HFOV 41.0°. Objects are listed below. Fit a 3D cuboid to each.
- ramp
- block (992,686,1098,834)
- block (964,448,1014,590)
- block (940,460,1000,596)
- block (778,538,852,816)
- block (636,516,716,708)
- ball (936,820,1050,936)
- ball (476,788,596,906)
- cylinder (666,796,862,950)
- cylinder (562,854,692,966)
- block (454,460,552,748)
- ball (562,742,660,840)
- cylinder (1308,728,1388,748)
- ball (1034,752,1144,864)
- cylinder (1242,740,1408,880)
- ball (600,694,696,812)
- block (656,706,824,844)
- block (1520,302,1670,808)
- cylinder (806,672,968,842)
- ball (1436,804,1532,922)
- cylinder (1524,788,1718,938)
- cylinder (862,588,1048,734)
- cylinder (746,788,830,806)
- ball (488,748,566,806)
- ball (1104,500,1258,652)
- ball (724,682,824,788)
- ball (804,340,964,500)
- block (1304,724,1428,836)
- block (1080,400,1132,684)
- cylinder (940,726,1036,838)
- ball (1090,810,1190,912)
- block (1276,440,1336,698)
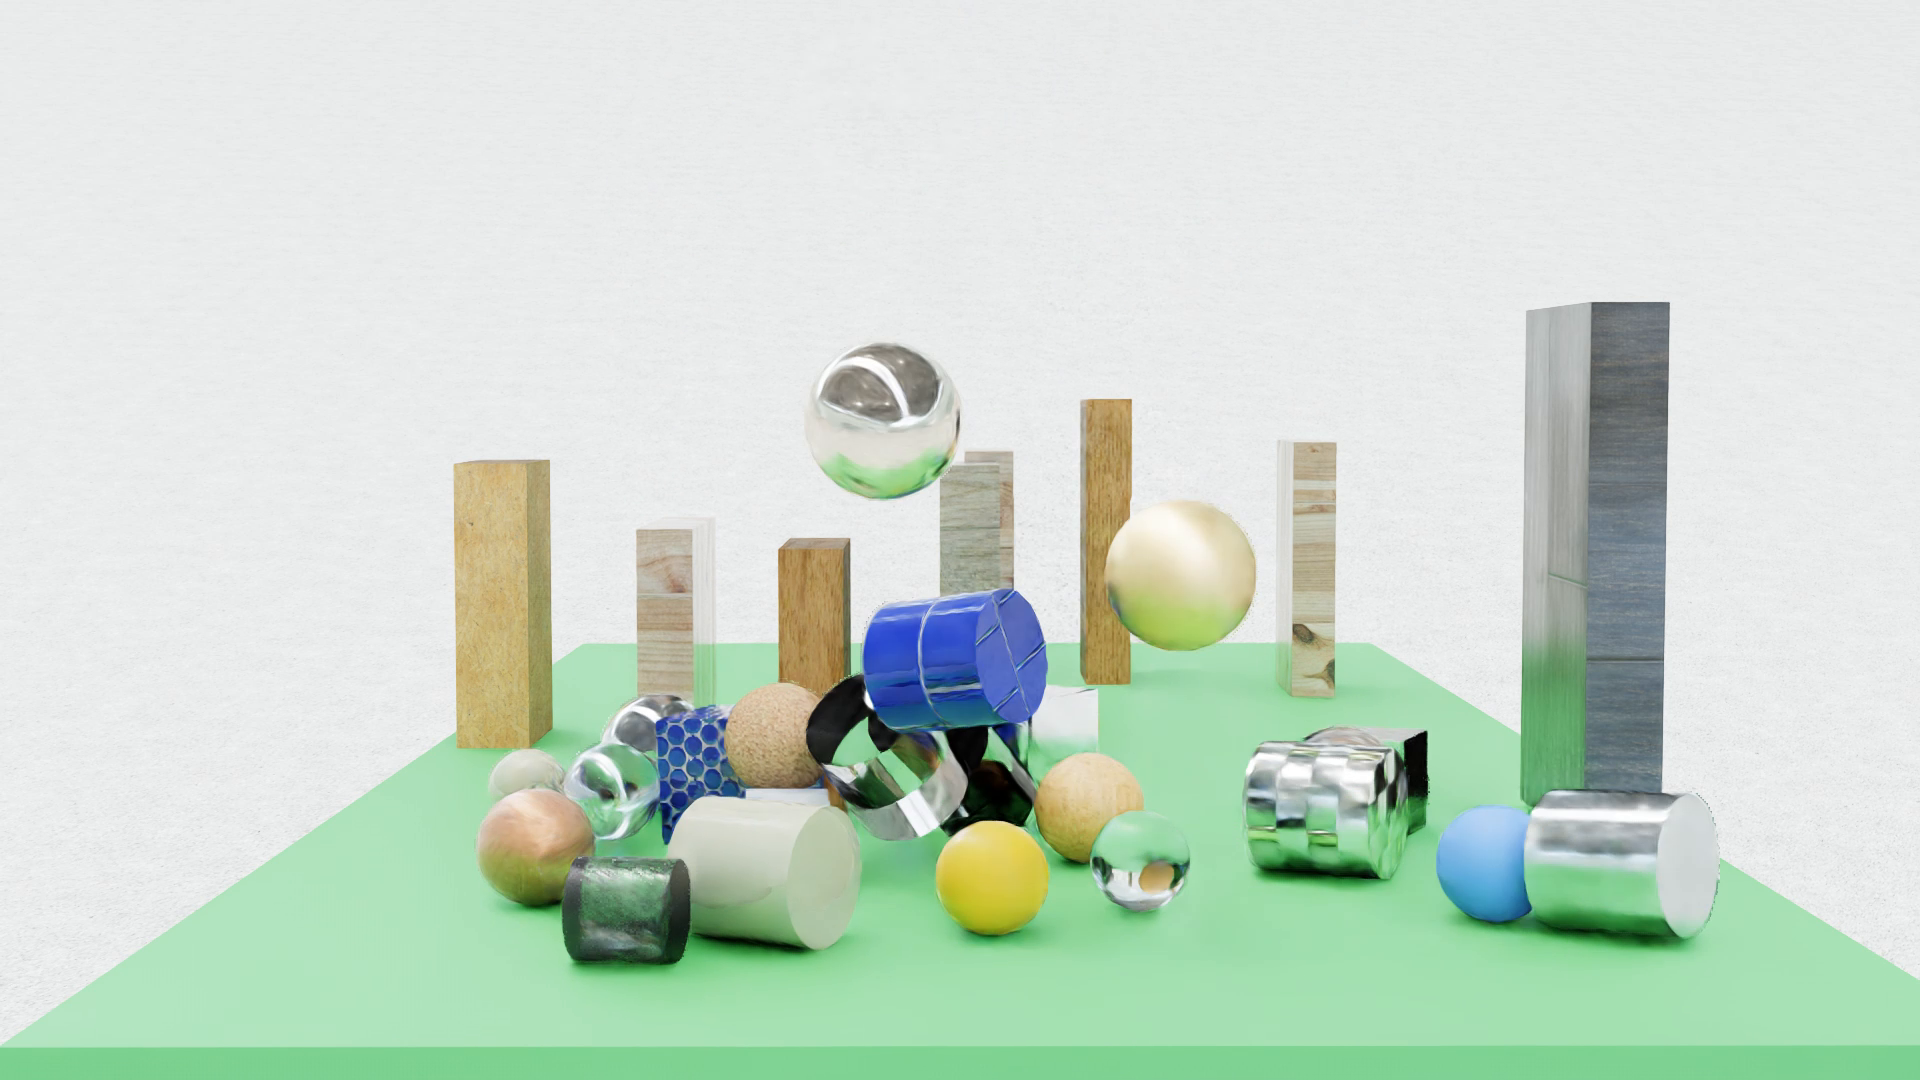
[{"bbox_3d":[0.048,0.430,4.533,2.000,0.100,4.000,0,3,0],"label":"ramp"},{"bbox_3d":[0.074,0.323,3.855,0.194,0.194,0.194,2,4,35],"label":"block"},{"bbox_3d":[0.055,0.085,5.057,0.093,0.527,0.292,0,3,0],"label":"block"},{"bbox_3d":[0.017,0.112,4.744,0.107,0.510,0.299,0,3,0],"label":"block"},{"bbox_3d":[-0.219,0.211,3.913,0.095,0.412,0.283,0,3,0],"label":"block"},{"bbox_3d":[-0.454,0.188,4.144,0.087,0.432,0.380,0,3,0],"label":"block"},{"bbox_3d":[0.038,0.401,3.047,0.136,0.136,0.136,0,20,0],"label":"ball"},{"bbox_3d":[-0.531,0.385,3.222,0.148,0.148,0.148,0,20,0],"label":"ball"},{"bbox_3d":[-0.229,0.388,3.008,0.166,0.166,0.166,2,19,28],"label":"cylinder"},{"bbox_3d":[-0.376,0.418,2.909,0.117,0.117,0.117,3,21,8],"label":"cylinder"},{"bbox_3d":[-0.842,0.111,4.747,0.131,0.513,0.270,0,3,0],"label":"block"},{"bbox_3d":[-0.489,0.353,3.601,0.137,0.137,0.137,0,20,0],"label":"ball"},{"bbox_3d":[0.534,0.354,3.611,0.162,0.162,0.162,5,4,13],"label":"cylinder"},{"bbox_3d":[0.177,0.366,3.508,0.151,0.151,0.151,0,20,0],"label":"ball"},{"bbox_3d":[0.488,0.359,3.426,0.174,0.174,0.174,2,19,27],"label":"cylinder"},{"bbox_3d":[-0.454,0.320,3.874,0.176,0.176,0.176,0,20,0],"label":"ball"},{"bbox_3d":[-0.314,0.336,3.701,0.178,0.178,0.178,-2,2,19],"label":"block"},{"bbox_3d":[0.937,0.038,3.819,0.110,0.768,0.412,0,3,0],"label":"block"},{"bbox_3d":[-0.097,0.289,3.447,0.165,0.165,0.165,-18,41,16],"label":"cylinder"},{"bbox_3d":[0.650,0.393,3.121,0.143,0.143,0.143,0,20,0],"label":"ball"},{"bbox_3d":[0.782,0.380,3.037,0.167,0.167,0.167,-2,15,40],"label":"cylinder"},{"bbox_3d":[-0.006,0.148,3.126,0.163,0.163,0.163,-8,14,32],"label":"cylinder"},{"bbox_3d":[-0.232,0.389,3.450,0.111,0.111,0.111,0,20,-5],"label":"cylinder"},{"bbox_3d":[-0.635,0.367,3.785,0.117,0.117,0.117,0,20,0],"label":"ball"},{"bbox_3d":[0.259,0.042,3.014,0.179,0.179,0.179,0,20,0],"label":"ball"},{"bbox_3d":[-0.245,0.272,3.510,0.154,0.154,0.154,0,20,0],"label":"ball"},{"bbox_3d":[-0.081,-0.127,2.717,0.169,0.169,0.169,0,20,0],"label":"ball"},{"bbox_3d":[0.596,0.354,3.769,0.143,0.143,0.143,2,4,26],"label":"block"},{"bbox_3d":[0.323,-0.002,5.728,0.098,0.621,0.267,0,3,0],"label":"block"},{"bbox_3d":[0.008,0.332,3.591,0.147,0.147,0.147,-19,45,20],"label":"cylinder"},{"bbox_3d":[0.224,0.398,3.189,0.125,0.125,0.125,0,20,0],"label":"ball"},{"bbox_3d":[0.740,0.055,5.503,0.090,0.534,0.274,0,3,0],"label":"block"}]
